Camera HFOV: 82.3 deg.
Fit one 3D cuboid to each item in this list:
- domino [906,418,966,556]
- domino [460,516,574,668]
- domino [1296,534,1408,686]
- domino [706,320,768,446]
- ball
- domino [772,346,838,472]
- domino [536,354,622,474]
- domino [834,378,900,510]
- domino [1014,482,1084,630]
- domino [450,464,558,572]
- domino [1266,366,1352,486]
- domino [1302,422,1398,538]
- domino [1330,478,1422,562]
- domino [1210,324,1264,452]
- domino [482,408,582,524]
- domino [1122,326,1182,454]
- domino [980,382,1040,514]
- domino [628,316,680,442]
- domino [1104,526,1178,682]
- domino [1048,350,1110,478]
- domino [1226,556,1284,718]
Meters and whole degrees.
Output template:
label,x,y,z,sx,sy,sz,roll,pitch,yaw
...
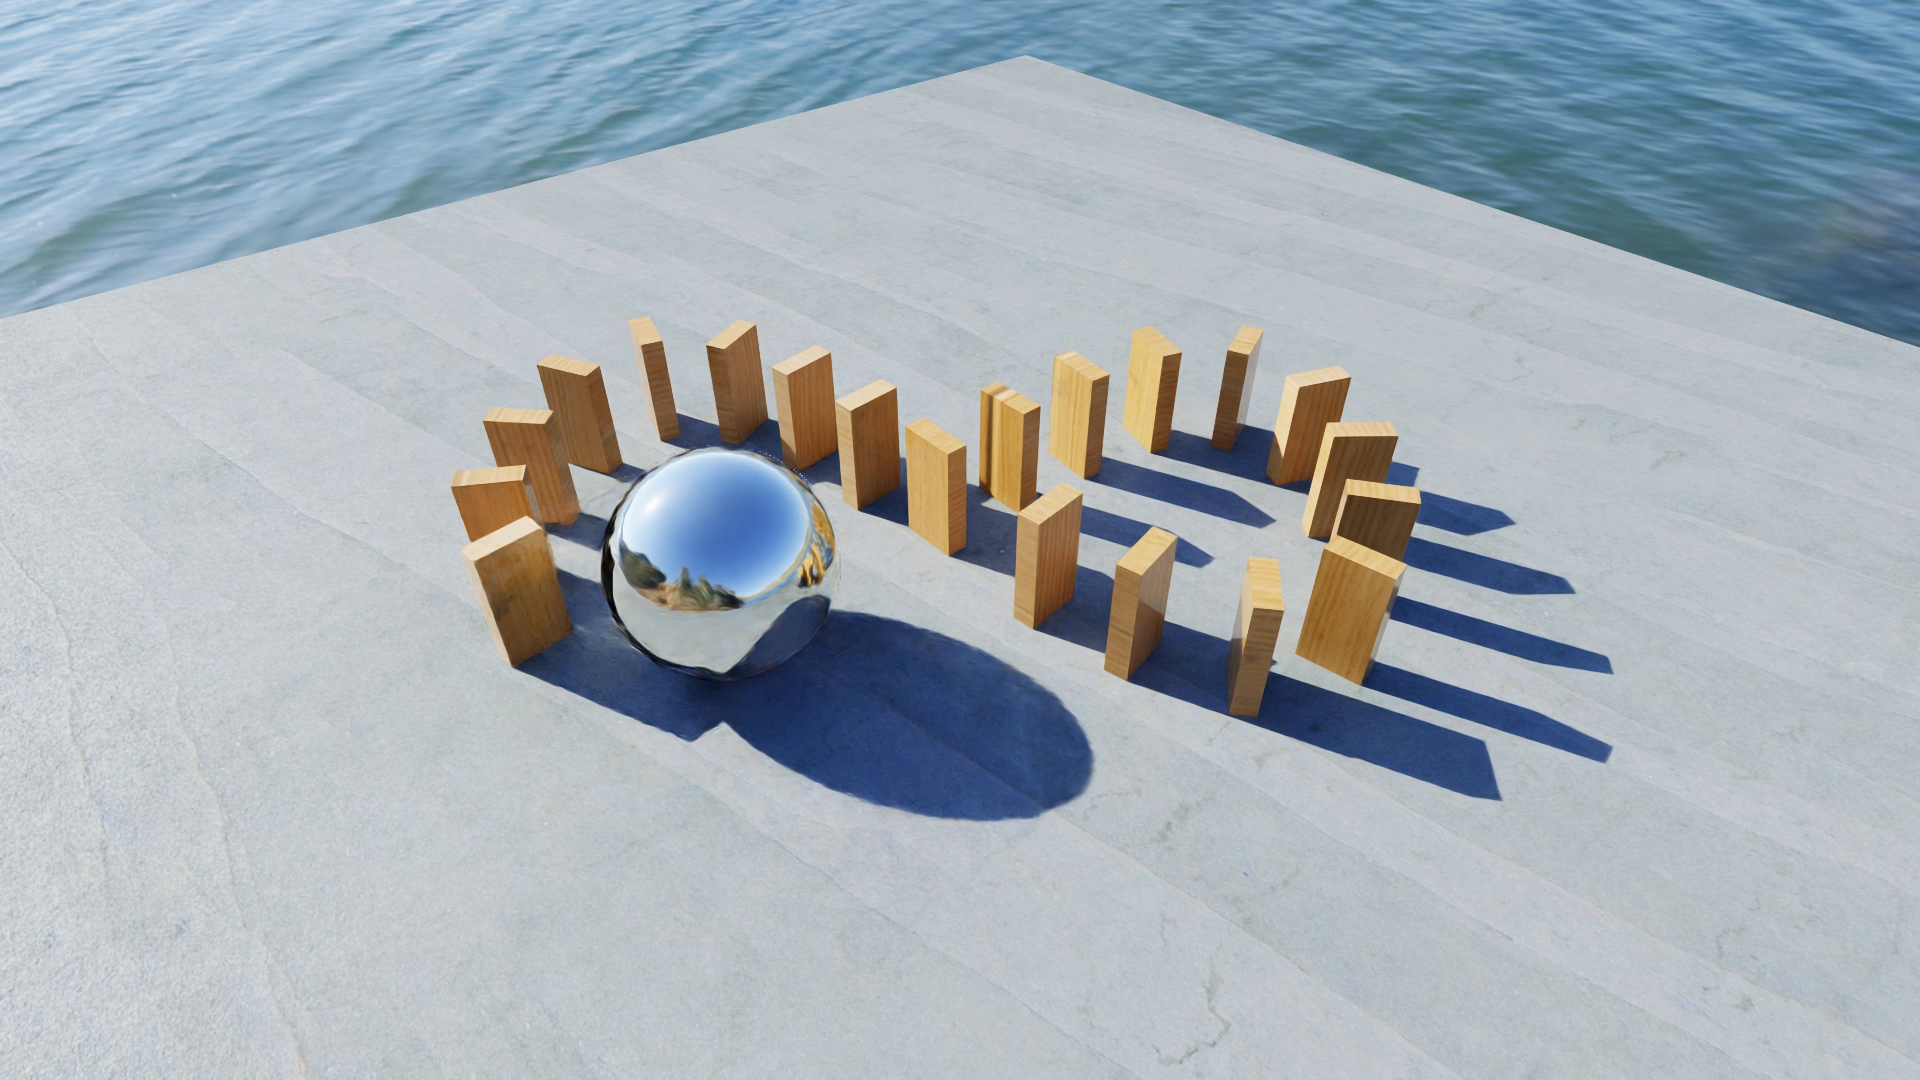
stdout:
label,x,y,z,sx,sy,sz,roll,pitch,yaw
domino,-0.009,-0.021,0.437,0.009,0.050,0.025,-29,48,-31
domino,-0.156,0.019,0.389,0.010,0.050,0.025,31,48,32
domino,0.135,0.025,0.381,0.025,0.050,0.009,27,47,29
domino,-0.100,-0.071,0.498,0.010,0.050,0.025,16,42,19
ball,-0.082,0.008,0.378,0.080,0.080,0.080,0,39,0
domino,-0.067,-0.057,0.481,0.010,0.050,0.025,29,47,31
domino,-0.165,-0.054,0.478,0.025,0.050,0.009,15,42,17
domino,-0.038,-0.039,0.460,0.009,0.050,0.025,32,49,33
domino,0.032,0.006,0.404,0.010,0.050,0.025,30,48,31
domino,-0.172,-0.004,0.416,0.025,0.050,0.009,-6,40,-8
domino,0.149,-0.048,0.471,0.025,0.050,0.009,-12,41,-14
domino,0.155,-0.023,0.440,0.025,0.050,0.009,-1,39,-1
domino,0.151,0.002,0.409,0.025,0.050,0.010,8,40,10
domino,0.124,-0.068,0.494,0.009,0.050,0.025,17,42,20
domino,-0.173,-0.029,0.447,0.025,0.050,0.009,3,39,4
domino,0.086,-0.067,0.493,0.010,0.050,0.025,-15,42,-18
domino,0.020,-0.038,0.458,0.009,0.050,0.025,-30,48,-31
domino,-0.139,-0.073,0.501,0.010,0.050,0.025,-17,42,-20
domino,0.063,0.023,0.384,0.009,0.050,0.025,25,46,27
domino,0.051,-0.054,0.478,0.009,0.050,0.025,-24,45,-26
domino,0.099,0.033,0.371,0.010,0.050,0.025,5,40,6
